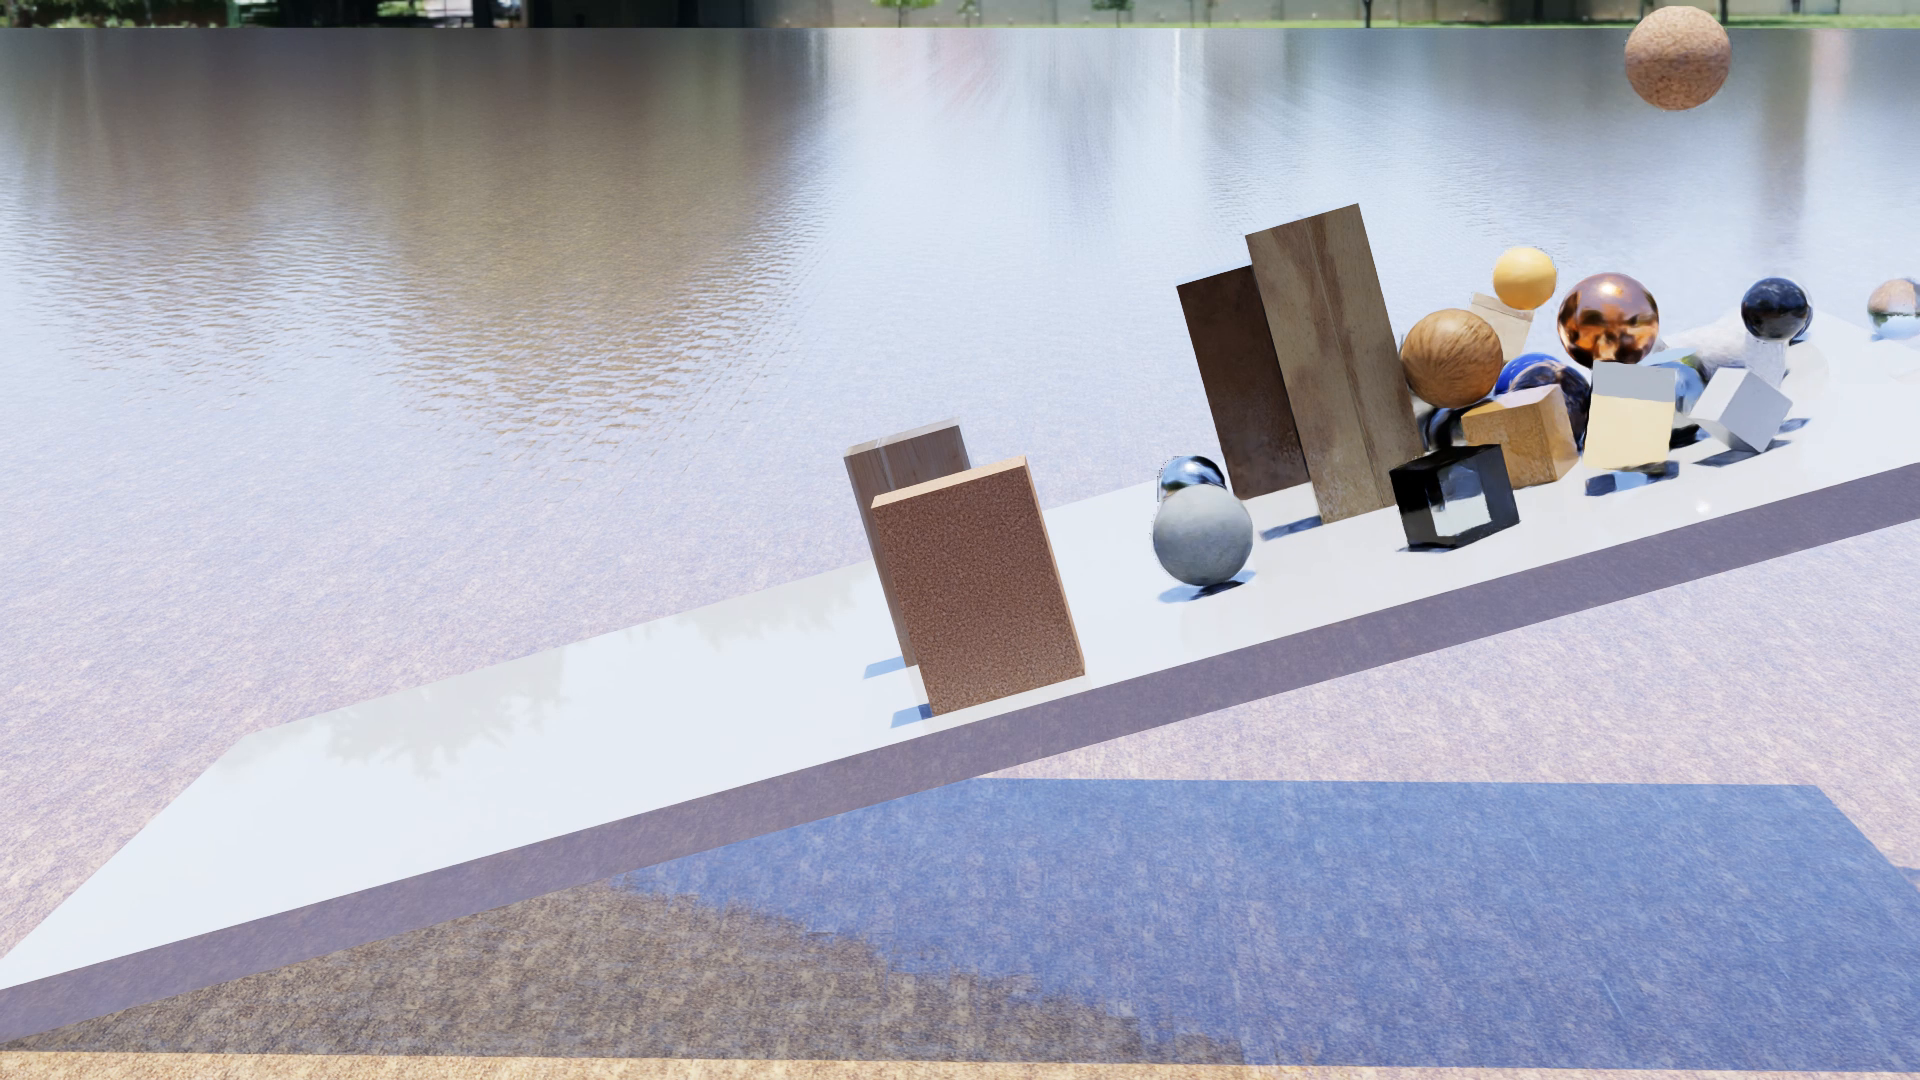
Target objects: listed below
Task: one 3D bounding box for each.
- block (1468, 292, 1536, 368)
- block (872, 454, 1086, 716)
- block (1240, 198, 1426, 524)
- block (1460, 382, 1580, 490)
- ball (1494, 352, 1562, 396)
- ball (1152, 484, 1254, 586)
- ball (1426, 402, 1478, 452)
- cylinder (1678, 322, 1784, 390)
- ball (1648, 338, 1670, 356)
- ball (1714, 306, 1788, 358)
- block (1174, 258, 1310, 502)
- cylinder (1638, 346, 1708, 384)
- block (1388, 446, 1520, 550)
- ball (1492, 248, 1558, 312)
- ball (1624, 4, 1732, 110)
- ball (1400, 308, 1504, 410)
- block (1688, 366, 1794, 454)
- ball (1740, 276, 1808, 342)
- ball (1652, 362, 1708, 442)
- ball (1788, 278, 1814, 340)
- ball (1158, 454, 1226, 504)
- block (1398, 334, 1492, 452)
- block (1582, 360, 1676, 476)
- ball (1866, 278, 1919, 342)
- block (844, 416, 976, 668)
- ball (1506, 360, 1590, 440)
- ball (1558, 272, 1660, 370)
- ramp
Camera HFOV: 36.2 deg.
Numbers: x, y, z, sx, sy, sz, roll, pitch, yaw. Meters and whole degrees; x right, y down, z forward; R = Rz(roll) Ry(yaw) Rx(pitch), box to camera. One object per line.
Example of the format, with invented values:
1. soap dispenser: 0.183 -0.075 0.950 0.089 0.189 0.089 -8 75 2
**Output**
1. block: 1.268 -0.473 7.015 0.149 0.149 0.149 19 -21 8
2. block: 0.036 0.084 5.477 0.293 0.409 0.129 -16 10 5
3. block: 0.789 -0.372 6.138 0.241 0.628 0.122 -16 10 5
4. block: 1.143 -0.206 5.997 0.165 0.165 0.165 -11 11 30
5. ball: 1.255 -0.320 6.415 0.178 0.178 0.178 0 11 0
6. ball: 0.485 -0.009 5.869 0.203 0.203 0.203 0 11 0
7. ball: 1.071 -0.227 6.221 0.170 0.170 0.170 0 11 0
8. cylinder: 1.616 -0.374 6.168 0.160 0.160 0.160 -10 3 -43
9. ball: 1.527 -0.397 6.556 0.123 0.123 0.123 0 11 0
10. ball: 1.693 -0.425 6.307 0.162 0.162 0.162 0 11 0
11. block: 0.752 -0.394 6.673 0.408 0.512 0.142 -16 10 5
12. cylinder: 1.482 -0.314 6.108 0.141 0.141 0.141 -16 10 3
13. block: 0.950 -0.084 5.653 0.156 0.156 0.156 -21 11 -25
14. ball: 1.167 -0.539 6.076 0.131 0.131 0.131 0 11 0
15. ball: 1.428 -0.959 5.853 0.208 0.208 0.208 0 11 0
16. ball: 1.018 -0.375 6.088 0.209 0.209 0.209 0 11 0
17. block: 1.500 -0.250 5.652 0.116 0.116 0.116 33 -3 -15
18. ball: 1.591 -0.450 5.746 0.129 0.129 0.129 0 11 0
19. ball: 1.429 -0.278 5.928 0.164 0.164 0.164 0 11 0
20. ball: 1.852 -0.520 6.640 0.146 0.146 0.146 0 11 0
21. ball: 0.518 -0.115 6.560 0.152 0.152 0.152 0 11 0
22. block: 1.043 -0.317 6.402 0.180 0.180 0.180 4 41 -1
23. block: 1.298 -0.237 5.710 0.156 0.156 0.156 7 29 10
24. ball: 2.035 -0.500 6.371 0.137 0.137 0.137 0 11 0
25. block: -0.054 0.002 5.970 0.241 0.448 0.132 -16 10 5
26. ball: 1.245 -0.285 6.206 0.187 0.187 0.187 0 11 0
27. ball: 1.339 -0.449 6.076 0.208 0.208 0.208 0 11 0
28. ramp: 0.089 0.188 6.322 4.000 0.100 2.000 -16 10 5
